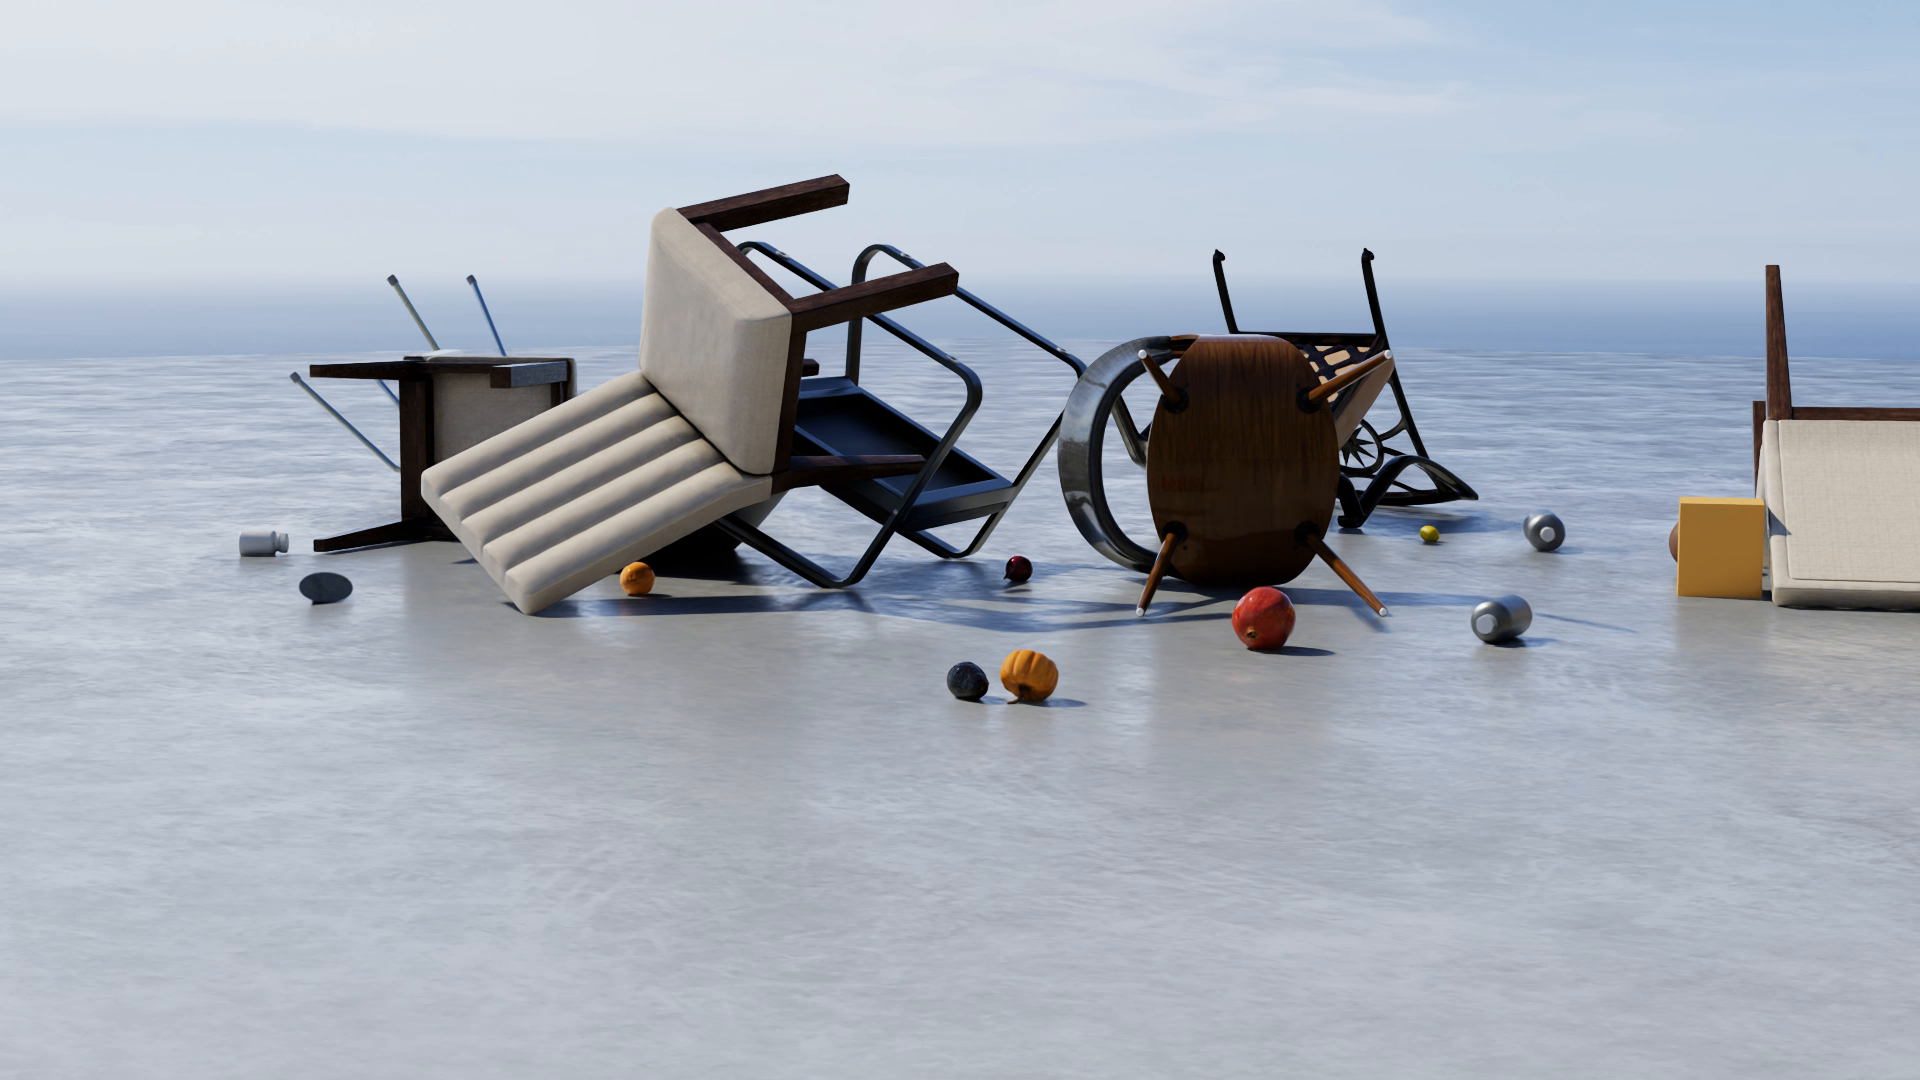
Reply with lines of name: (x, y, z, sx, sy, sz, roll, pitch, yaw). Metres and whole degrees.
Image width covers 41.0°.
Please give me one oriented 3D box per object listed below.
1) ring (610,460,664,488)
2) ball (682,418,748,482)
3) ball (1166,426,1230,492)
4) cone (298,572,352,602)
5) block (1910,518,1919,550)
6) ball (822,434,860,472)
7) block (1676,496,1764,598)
ring: (-1.018, -0.208, 8.069, 0.186, 0.076, 0.161, 7, 11, 42)
ball: (-0.782, -0.288, 8.186, 0.209, 0.209, 0.209, 0, 6, 0)
ball: (0.728, -0.248, 7.854, 0.197, 0.197, 0.197, 0, 6, 0)
cone: (-1.300, 0.109, 5.212, 0.127, 0.070, 0.052, -6, -25, -48)
block: (2.334, -0.015, 6.209, 0.067, 0.071, 0.037, 2, 6, 21)
ball: (-0.404, -0.297, 8.661, 0.129, 0.129, 0.129, 0, 6, 0)
block: (1.580, 0.014, 5.335, 0.165, 0.192, 0.157, 2, 6, 15)
